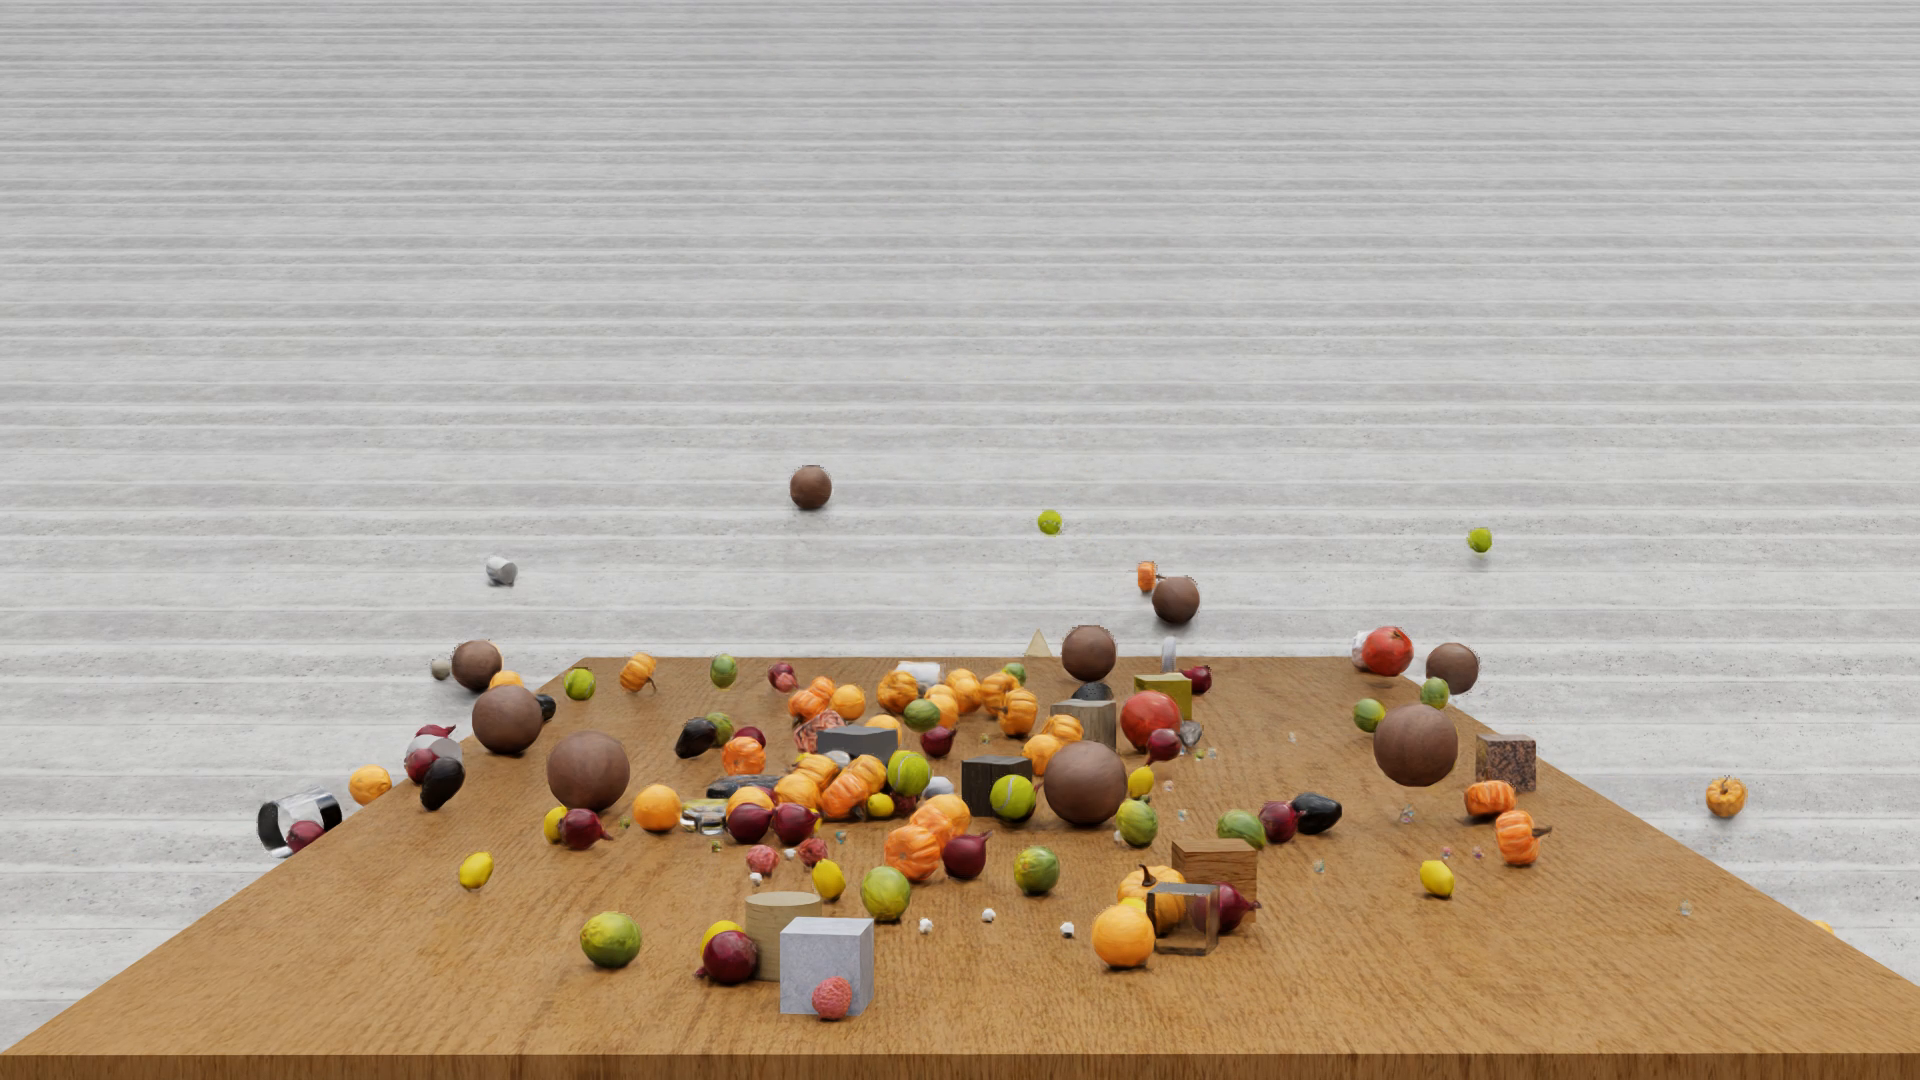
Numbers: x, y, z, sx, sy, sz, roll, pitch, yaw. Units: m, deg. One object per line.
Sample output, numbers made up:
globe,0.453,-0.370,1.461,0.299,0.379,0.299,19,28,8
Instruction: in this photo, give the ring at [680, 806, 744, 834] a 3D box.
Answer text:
ring,-0.373,0.421,3.869,0.095,0.032,0.095,-1,4,0

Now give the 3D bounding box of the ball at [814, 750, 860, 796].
ball,-0.201,0.381,4.217,0.075,0.075,0.075,0,21,0

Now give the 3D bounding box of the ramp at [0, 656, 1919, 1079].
ramp,0.050,0.452,4.532,2.000,0.100,4.000,0,3,0

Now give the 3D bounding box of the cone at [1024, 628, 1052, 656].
cone,0.199,0.259,6.570,0.074,0.074,0.074,0,1,0

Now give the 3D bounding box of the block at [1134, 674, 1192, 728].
block,0.404,0.322,5.128,0.096,0.096,0.096,-1,3,-9

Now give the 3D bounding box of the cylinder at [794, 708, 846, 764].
cylinder,-0.245,0.348,4.559,0.071,0.071,0.071,-34,12,21

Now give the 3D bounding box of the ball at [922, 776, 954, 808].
ball,-0.034,0.400,4.074,0.052,0.052,0.052,0,21,0

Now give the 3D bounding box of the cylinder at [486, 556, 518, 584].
cylinder,-1.290,0.085,7.238,0.063,0.063,0.063,-19,29,-40

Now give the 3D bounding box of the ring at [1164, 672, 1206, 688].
ring,0.505,0.317,5.804,0.103,0.034,0.103,-2,0,0

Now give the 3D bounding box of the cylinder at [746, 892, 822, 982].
cylinder,-0.198,0.445,2.887,0.085,0.085,0.085,0,3,0

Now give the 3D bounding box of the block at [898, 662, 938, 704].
block,-0.090,0.307,5.543,0.082,0.082,0.082,0,3,3

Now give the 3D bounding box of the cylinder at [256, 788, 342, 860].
cylinder,-1.093,0.469,4.256,0.098,0.098,0.098,15,18,33

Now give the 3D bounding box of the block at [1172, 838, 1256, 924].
block,0.317,0.426,3.209,0.090,0.090,0.090,0,3,-6

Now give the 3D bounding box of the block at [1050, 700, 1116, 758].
block,0.227,0.345,4.714,0.093,0.093,0.093,1,3,23

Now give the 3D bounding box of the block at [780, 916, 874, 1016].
block,-0.141,0.453,2.738,0.085,0.085,0.085,0,3,8

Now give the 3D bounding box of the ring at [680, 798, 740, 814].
ring,-0.384,0.417,3.959,0.091,0.030,0.091,0,2,0

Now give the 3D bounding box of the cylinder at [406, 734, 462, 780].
cylinder,-0.905,0.373,4.424,0.070,0.070,0.070,-17,13,-37

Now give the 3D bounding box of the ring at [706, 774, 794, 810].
ring,-0.335,0.402,4.092,0.139,0.046,0.139,-1,2,0

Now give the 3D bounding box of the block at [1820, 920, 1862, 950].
block,1.809,0.845,5.325,0.083,0.083,0.083,34,0,24

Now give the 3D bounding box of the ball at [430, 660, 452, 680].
ball,-1.337,0.334,6.619,0.053,0.053,0.053,0,21,0

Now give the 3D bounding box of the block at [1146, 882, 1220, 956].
block,0.262,0.445,3.021,0.071,0.071,0.071,1,3,17

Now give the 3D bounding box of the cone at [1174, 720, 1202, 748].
cone,0.429,0.374,4.811,0.054,0.054,0.054,0,30,1

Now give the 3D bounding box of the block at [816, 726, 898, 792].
block,-0.172,0.366,4.304,0.096,0.096,0.096,2,4,36

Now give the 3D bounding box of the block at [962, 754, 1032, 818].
block,0.058,0.386,4.028,0.084,0.084,0.084,1,3,27
